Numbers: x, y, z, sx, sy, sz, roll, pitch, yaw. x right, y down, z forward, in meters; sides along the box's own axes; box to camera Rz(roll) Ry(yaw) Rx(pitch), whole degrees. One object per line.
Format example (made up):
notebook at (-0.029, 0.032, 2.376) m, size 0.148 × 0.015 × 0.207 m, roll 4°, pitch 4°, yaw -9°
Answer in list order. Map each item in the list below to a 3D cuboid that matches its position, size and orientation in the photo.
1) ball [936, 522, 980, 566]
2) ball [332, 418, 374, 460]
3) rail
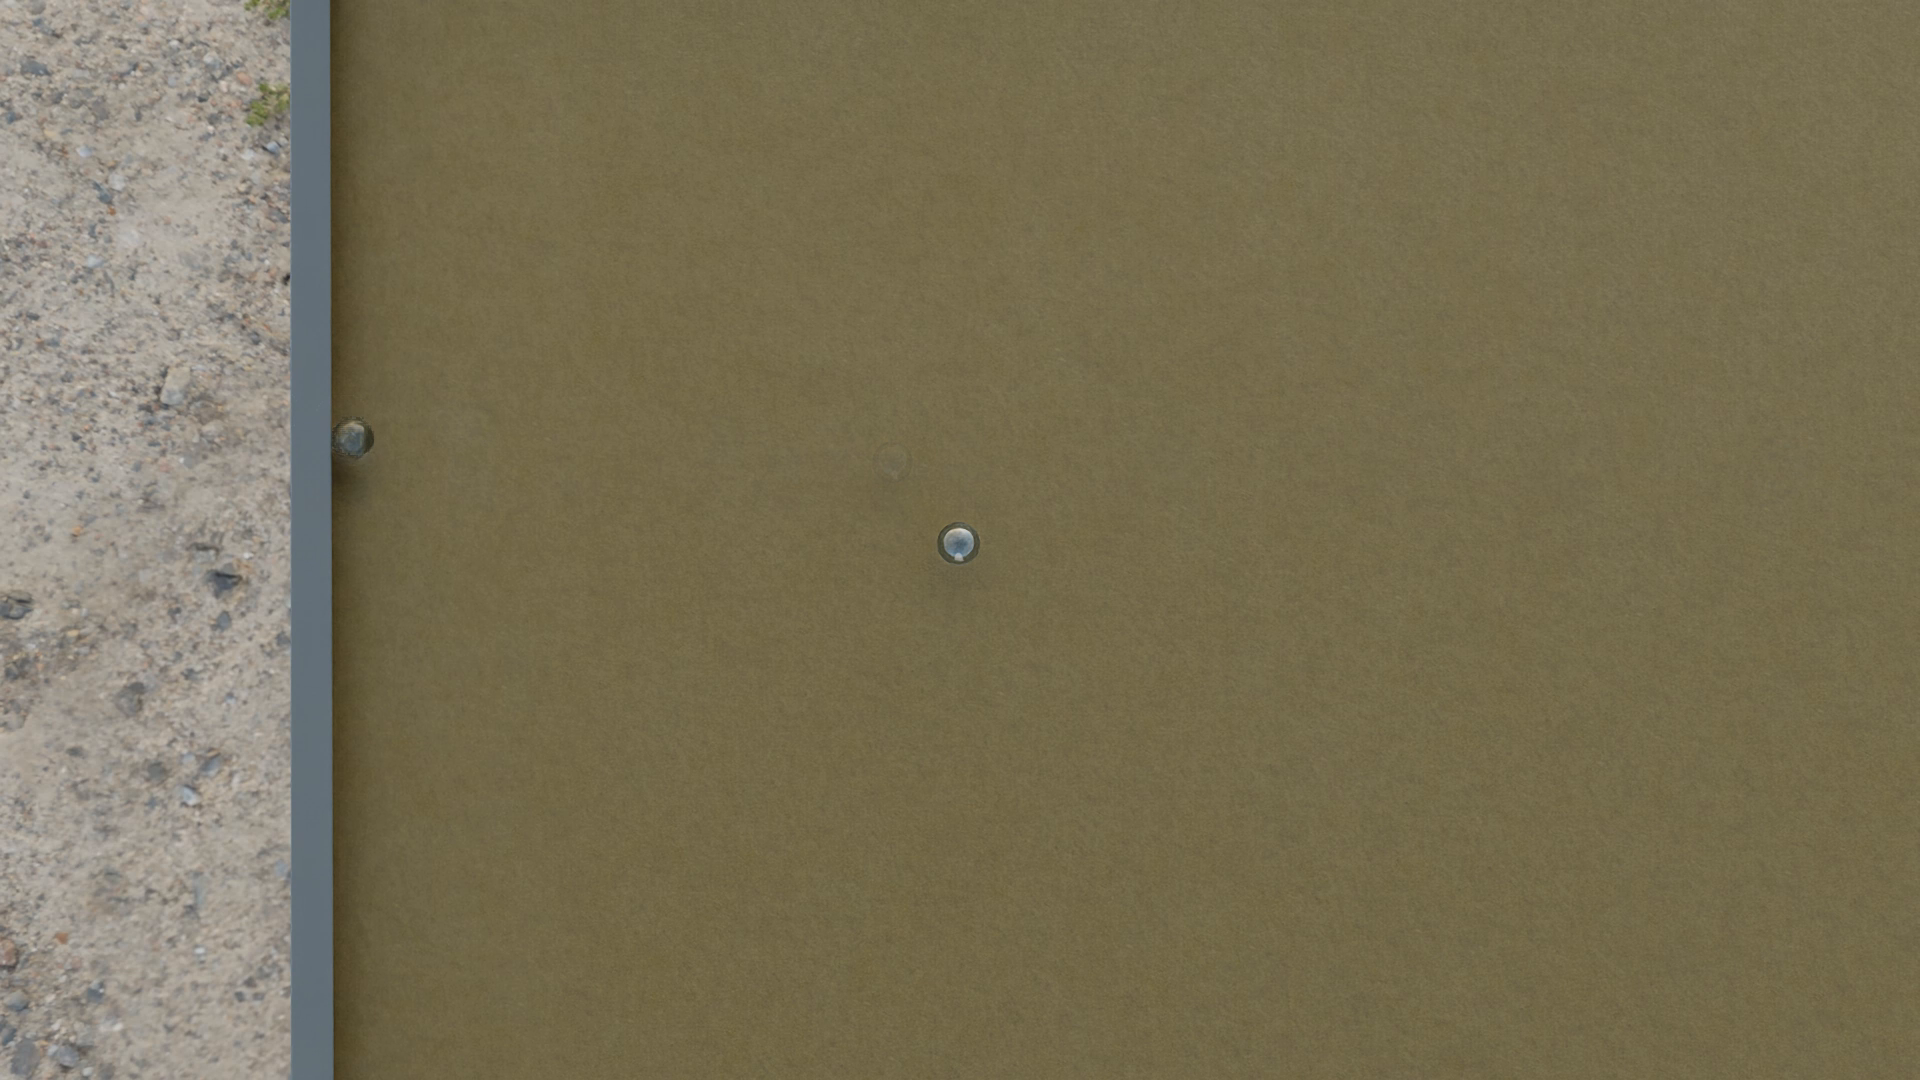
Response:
ball at (-0.002, 0.006, 3.268) m, size 0.065 × 0.065 × 0.065 m, roll 0°, pitch 82°, yaw 0°
ball at (-0.910, -0.152, 3.293) m, size 0.062 × 0.062 × 0.062 m, roll 0°, pitch 82°, yaw 0°
rail at (-0.950, 0.038, 3.246) m, size 0.045 × 0.099 × 2.337 m, roll -2°, pitch 82°, yaw 0°
